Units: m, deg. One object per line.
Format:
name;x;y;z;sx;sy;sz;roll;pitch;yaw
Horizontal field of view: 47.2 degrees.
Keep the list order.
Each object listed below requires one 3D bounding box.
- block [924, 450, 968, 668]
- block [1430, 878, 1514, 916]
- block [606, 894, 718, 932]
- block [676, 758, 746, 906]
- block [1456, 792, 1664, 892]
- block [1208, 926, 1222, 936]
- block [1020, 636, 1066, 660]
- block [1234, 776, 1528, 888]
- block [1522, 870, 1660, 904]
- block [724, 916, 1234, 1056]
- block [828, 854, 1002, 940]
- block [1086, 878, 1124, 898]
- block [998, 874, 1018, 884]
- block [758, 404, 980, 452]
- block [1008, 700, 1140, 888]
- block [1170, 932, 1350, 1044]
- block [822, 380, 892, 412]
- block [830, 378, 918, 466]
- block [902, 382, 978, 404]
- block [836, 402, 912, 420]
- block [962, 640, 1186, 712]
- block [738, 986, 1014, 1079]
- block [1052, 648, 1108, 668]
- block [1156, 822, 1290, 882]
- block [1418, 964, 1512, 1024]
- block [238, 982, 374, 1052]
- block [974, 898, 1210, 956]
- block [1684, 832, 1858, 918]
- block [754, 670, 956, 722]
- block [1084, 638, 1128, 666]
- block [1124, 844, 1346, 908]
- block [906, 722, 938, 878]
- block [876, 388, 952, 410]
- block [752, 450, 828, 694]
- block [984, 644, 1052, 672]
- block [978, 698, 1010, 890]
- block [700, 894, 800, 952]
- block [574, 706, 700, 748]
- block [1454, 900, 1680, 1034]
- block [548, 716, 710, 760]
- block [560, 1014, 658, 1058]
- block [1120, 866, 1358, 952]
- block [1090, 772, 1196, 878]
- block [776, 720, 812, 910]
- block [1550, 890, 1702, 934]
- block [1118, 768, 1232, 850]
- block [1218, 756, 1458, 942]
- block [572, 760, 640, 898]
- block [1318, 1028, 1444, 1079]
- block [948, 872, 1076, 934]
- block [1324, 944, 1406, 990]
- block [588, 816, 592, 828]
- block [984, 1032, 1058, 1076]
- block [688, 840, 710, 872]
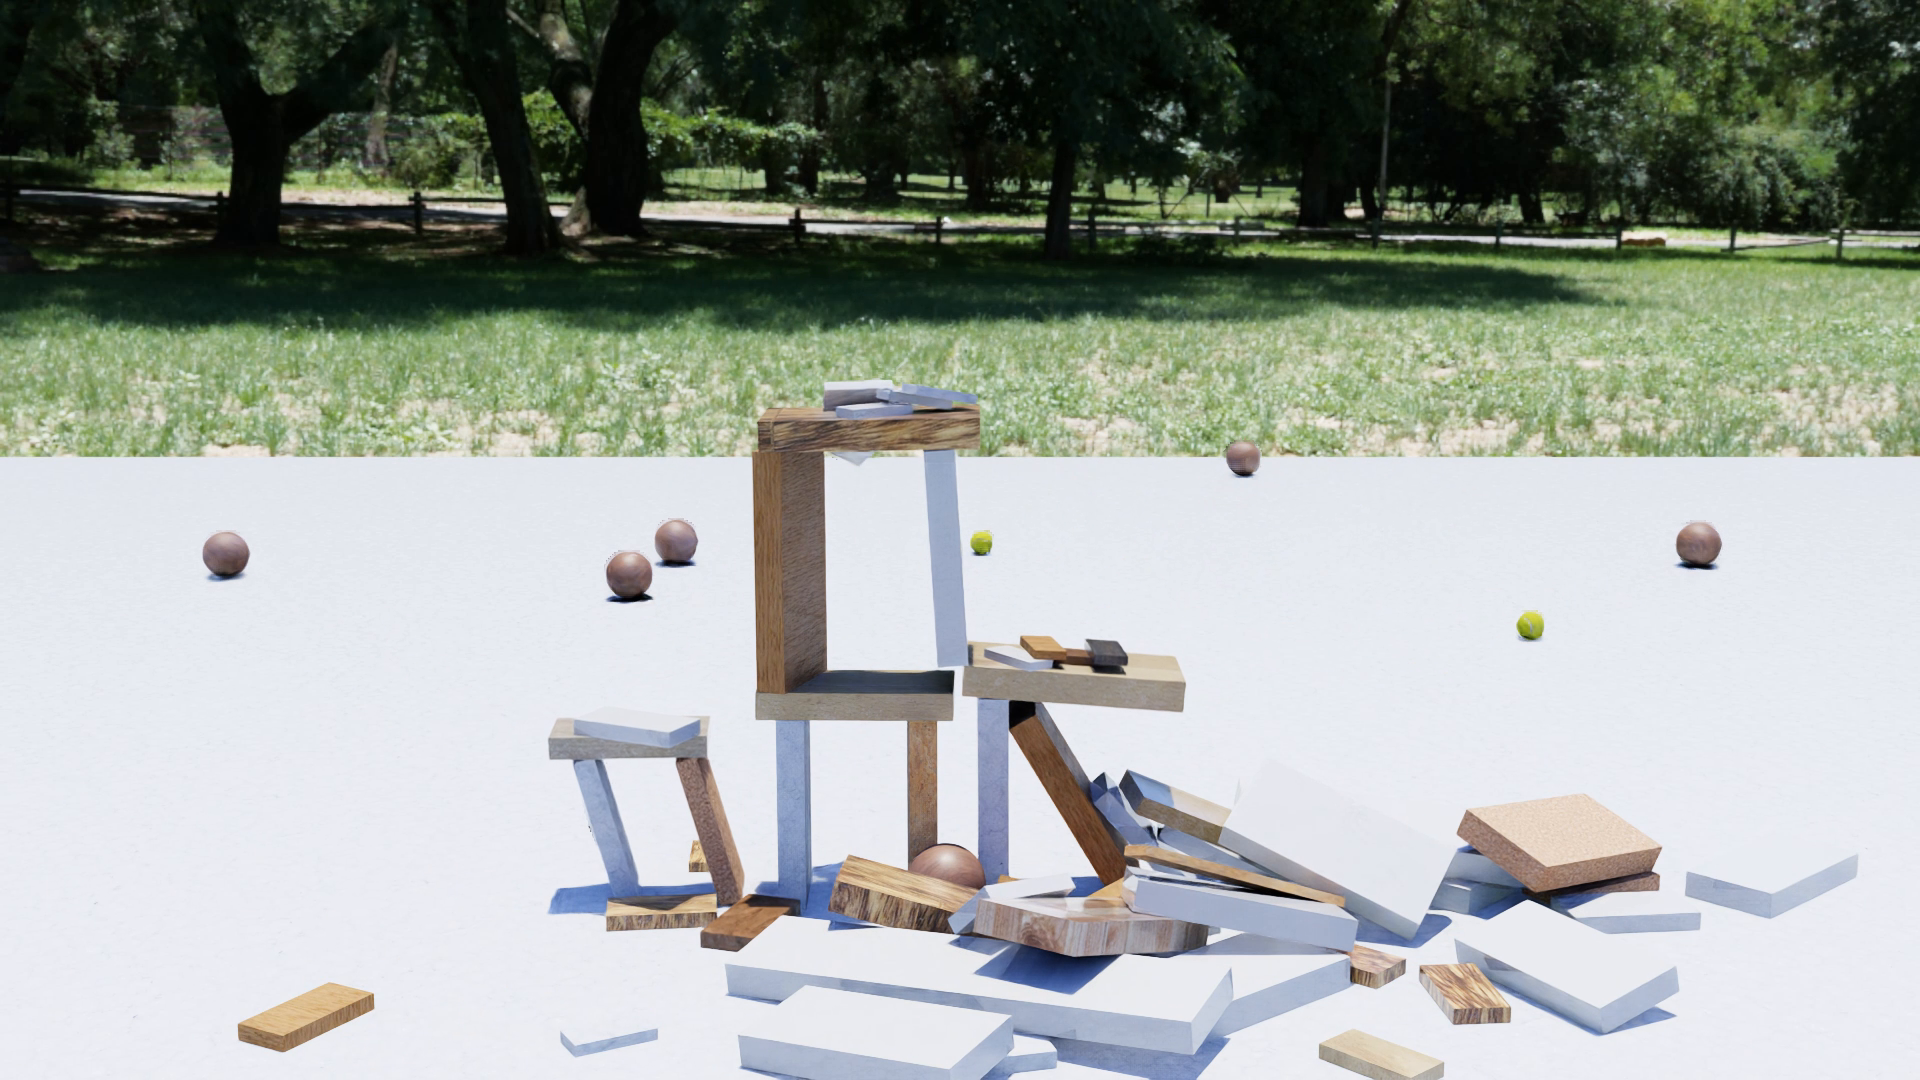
block;-0.022;0.015;3.562;0.049;0.348;0.174;-4;11;1
block;0.764;0.559;3.718;0.301;0.043;0.151;9;14;41
block;-0.480;0.600;3.547;0.176;0.025;0.088;-1;11;-7
block;-0.413;0.465;3.647;0.036;0.254;0.127;-16;11;0
block;0.992;0.496;3.630;0.339;0.048;0.170;0;27;-41
block;0.311;0.612;3.477;0.185;0.026;0.093;-7;12;-32
block;0.135;0.175;3.577;0.053;0.015;0.105;2;11;-12
block;0.706;0.487;3.665;0.483;0.048;0.170;8;20;-1
block;1.054;0.574;3.674;0.208;0.029;0.104;-6;12;-28
block;0.019;0.631;3.154;0.724;0.048;0.171;2;16;26
block;-0.023;0.570;3.378;0.341;0.048;0.171;15;6;2
block;0.221;0.583;3.488;0.024;0.084;0.168;47;31;19
block;0.116;0.564;3.478;0.093;0.026;0.185;13;-13;12
block;-0.142;-0.180;3.530;0.348;0.049;0.174;-1;11;1
block;0.192;0.427;3.643;0.050;0.355;0.178;-30;9;6
block;0.394;0.649;3.216;0.341;0.048;0.171;-9;14;-40
block;-0.165;-0.233;3.544;0.110;0.055;0.016;-3;55;-9
block;-0.154;-0.196;3.666;0.092;0.026;0.184;23;-42;-28
block;-0.033;-0.235;3.530;0.110;0.016;0.055;8;4;-27
block;-0.136;-0.206;3.494;0.110;0.016;0.055;-8;12;-32
block;0.182;0.223;3.604;0.355;0.050;0.178;4;11;-1
block;-0.114;0.677;2.970;0.334;0.047;0.167;1;14;30
block;0.187;0.191;3.596;0.105;0.015;0.053;4;11;-3
block;0.440;0.521;3.686;0.230;0.033;0.115;26;12;0
block;0.736;0.662;3.214;0.084;0.024;0.168;-1;11;-5
block;-0.929;0.678;3.129;0.088;0.025;0.175;6;12;29
block;0.200;0.565;3.230;0.167;0.047;0.398;7;-3;34
block;1.368;0.562;3.701;0.301;0.043;0.151;-10;14;-42
block;-0.169;0.254;3.610;0.319;0.045;0.159;0;11;1
block;0.237;0.183;3.580;0.055;0.016;0.110;3;11;-6
block;0.426;0.518;3.381;0.387;0.016;0.055;18;-17;-27
block;-0.063;0.432;3.649;0.045;0.319;0.159;-1;11;-3
block;-0.073;-0.225;3.520;0.110;0.016;0.055;8;4;-24
block;-0.275;0.039;3.574;0.049;0.390;0.174;4;11;19
block;0.094;0.191;3.556;0.053;0.015;0.105;-6;15;-43
block;0.055;0.414;3.640;0.050;0.355;0.178;0;11;1
block;-0.332;0.609;3.496;0.092;0.026;0.184;3;11;18
block;-0.523;0.302;3.558;0.184;0.026;0.092;5;12;25
block;0.892;0.626;3.249;0.151;0.043;0.301;-21;19;-25
block;-0.540;0.324;3.610;0.254;0.036;0.127;-1;11;-4
block;-0.491;0.692;3.074;0.121;0.017;0.061;-6;12;-29
block;0.421;0.559;3.343;0.334;0.047;0.167;11;-2;-2
block;0.306;0.494;3.659;0.033;0.229;0.115;-41;8;7
block;-0.274;0.433;3.640;0.045;0.319;0.159;0;11;0
block;1.070;0.599;3.538;0.208;0.029;0.104;-1;11;-6
block;0.385;0.459;3.681;0.229;0.033;0.115;23;12;-17
block;0.606;0.492;3.533;0.339;0.048;0.170;26;49;16
block;-0.585;0.465;3.643;0.036;0.254;0.127;-16;12;-5
block;0.572;0.706;2.986;0.076;0.022;0.152;-10;14;-42
block;0.078;0.538;3.258;0.185;0.026;0.093;0;-38;-47
block;0.582;0.638;3.343;0.168;0.024;0.084;9;14;41
block;-0.651;0.502;3.974;0.017;0.061;0.122;-4;11;-21
block;0.036;0.701;3.002;0.175;0.025;0.088;-3;11;-15
block;-0.439;0.550;3.834;0.061;0.017;0.122;-1;11;-3
